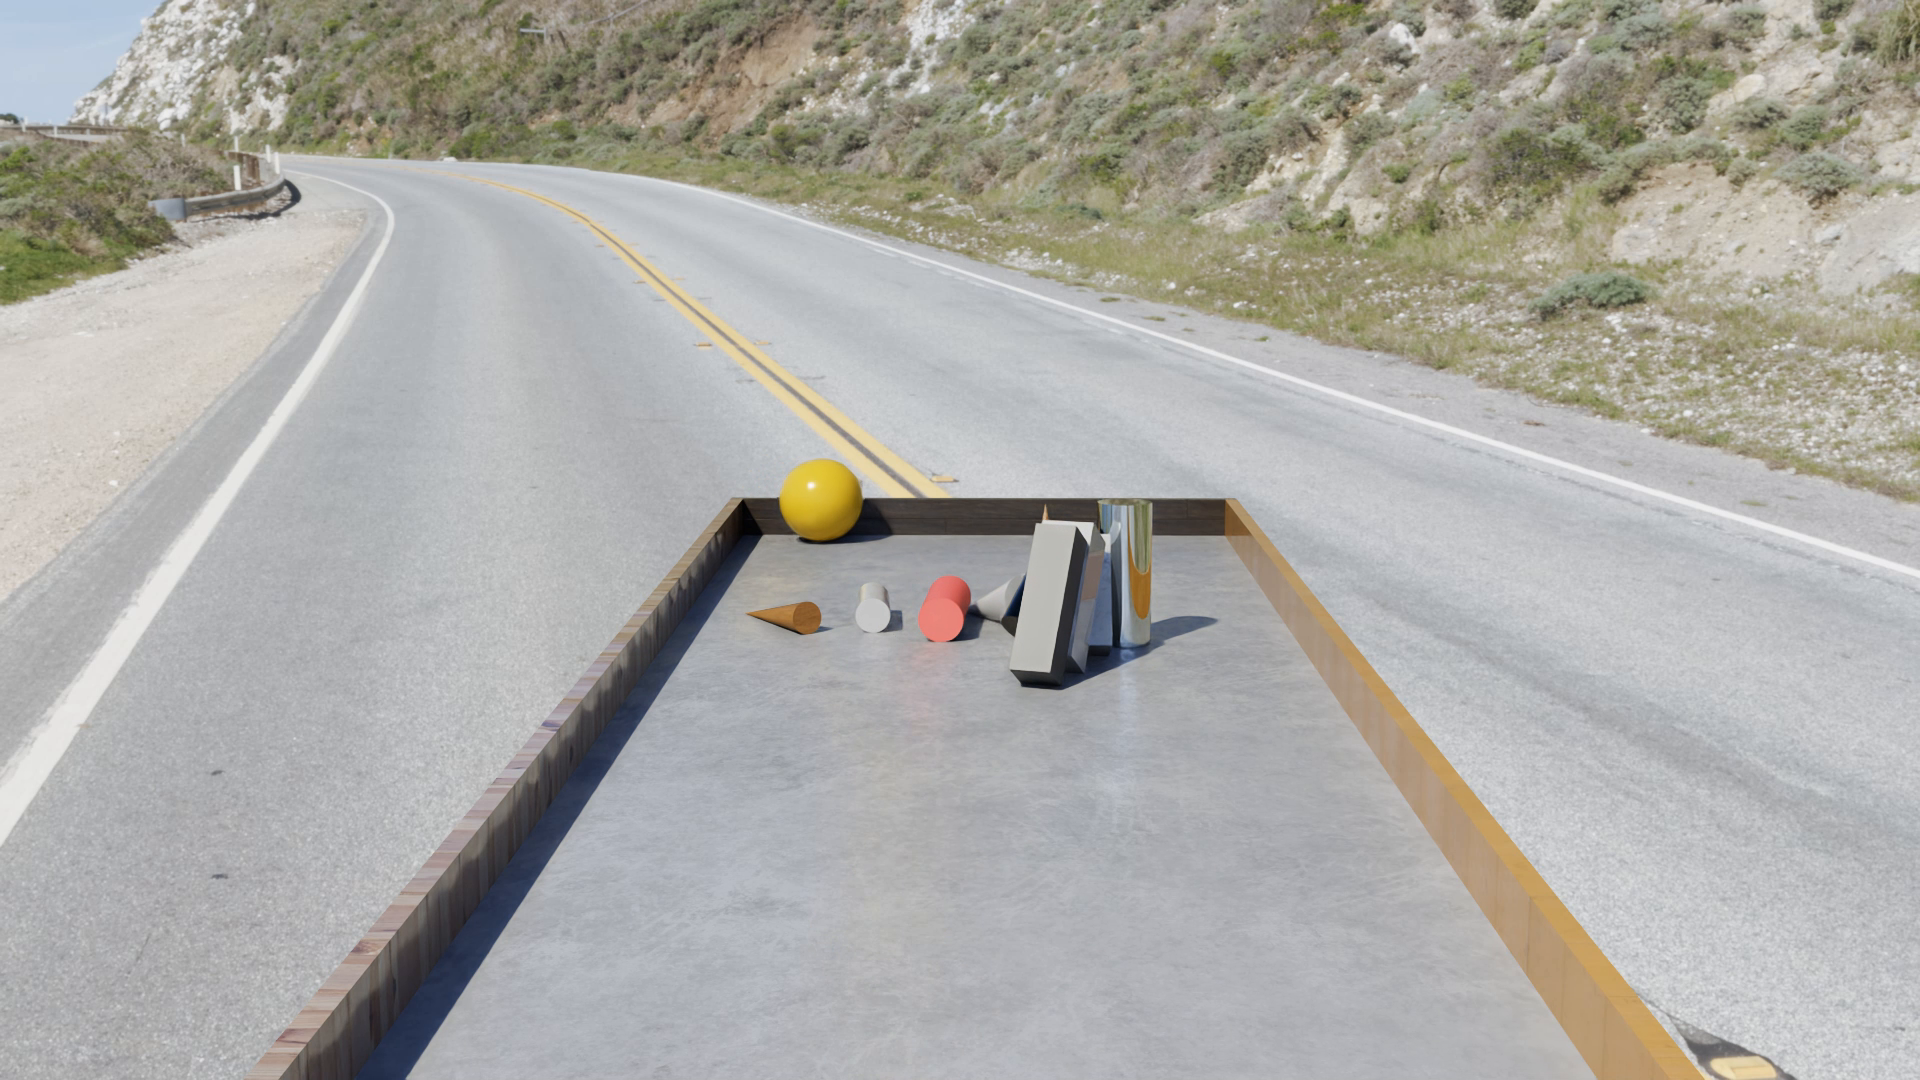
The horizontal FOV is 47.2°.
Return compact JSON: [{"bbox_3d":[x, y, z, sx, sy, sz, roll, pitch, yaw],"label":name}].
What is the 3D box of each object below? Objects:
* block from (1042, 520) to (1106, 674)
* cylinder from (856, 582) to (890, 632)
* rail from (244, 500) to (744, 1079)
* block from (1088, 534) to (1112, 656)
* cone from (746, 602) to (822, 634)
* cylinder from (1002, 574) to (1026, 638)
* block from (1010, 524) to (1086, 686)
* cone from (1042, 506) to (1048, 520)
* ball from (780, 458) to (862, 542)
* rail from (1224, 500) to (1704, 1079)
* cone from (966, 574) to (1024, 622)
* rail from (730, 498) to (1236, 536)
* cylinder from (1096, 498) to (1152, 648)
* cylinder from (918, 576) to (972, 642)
[{"bbox_3d":[0.308,0.168,6.539,0.158,0.419,0.158,3,-21,20],"label":"block"},{"bbox_3d":[-0.288,0.221,7.256,0.112,0.112,0.306,0,9,-2],"label":"cylinder"},{"bbox_3d":[-1.004,0.839,3.234,0.050,0.150,12.000,0,9,1],"label":"rail"},{"bbox_3d":[0.383,0.169,6.730,0.148,0.348,0.148,0,-16,0],"label":"block"},{"bbox_3d":[-0.611,0.250,7.265,0.106,0.106,0.427,-6,4,-34],"label":"cone"},{"bbox_3d":[0.276,0.157,6.894,0.173,0.321,0.173,24,-24,11],"label":"cylinder"},{"bbox_3d":[0.258,0.187,6.386,0.123,0.453,0.123,3,-22,20],"label":"block"},{"bbox_3d":[0.277,0.084,7.062,0.161,0.414,0.161,0,-11,0],"label":"cone"},{"bbox_3d":[-0.566,-0.163,8.949,0.340,0.340,0.340,0,9,0],"label":"ball"},{"bbox_3d":[1.046,0.843,3.208,0.050,0.150,12.000,0,9,1],"label":"rail"},{"bbox_3d":[0.108,0.221,7.333,0.179,0.179,0.364,-7,-3,-37],"label":"cone"},{"bbox_3d":[0.099,-0.098,9.147,2.100,0.150,0.050,0,9,1],"label":"rail"},{"bbox_3d":[0.517,0.103,6.925,0.172,0.448,0.172,0,8,0],"label":"cylinder"},{"bbox_3d":[-0.048,0.221,7.157,0.144,0.144,0.406,1,9,4],"label":"cylinder"}]
